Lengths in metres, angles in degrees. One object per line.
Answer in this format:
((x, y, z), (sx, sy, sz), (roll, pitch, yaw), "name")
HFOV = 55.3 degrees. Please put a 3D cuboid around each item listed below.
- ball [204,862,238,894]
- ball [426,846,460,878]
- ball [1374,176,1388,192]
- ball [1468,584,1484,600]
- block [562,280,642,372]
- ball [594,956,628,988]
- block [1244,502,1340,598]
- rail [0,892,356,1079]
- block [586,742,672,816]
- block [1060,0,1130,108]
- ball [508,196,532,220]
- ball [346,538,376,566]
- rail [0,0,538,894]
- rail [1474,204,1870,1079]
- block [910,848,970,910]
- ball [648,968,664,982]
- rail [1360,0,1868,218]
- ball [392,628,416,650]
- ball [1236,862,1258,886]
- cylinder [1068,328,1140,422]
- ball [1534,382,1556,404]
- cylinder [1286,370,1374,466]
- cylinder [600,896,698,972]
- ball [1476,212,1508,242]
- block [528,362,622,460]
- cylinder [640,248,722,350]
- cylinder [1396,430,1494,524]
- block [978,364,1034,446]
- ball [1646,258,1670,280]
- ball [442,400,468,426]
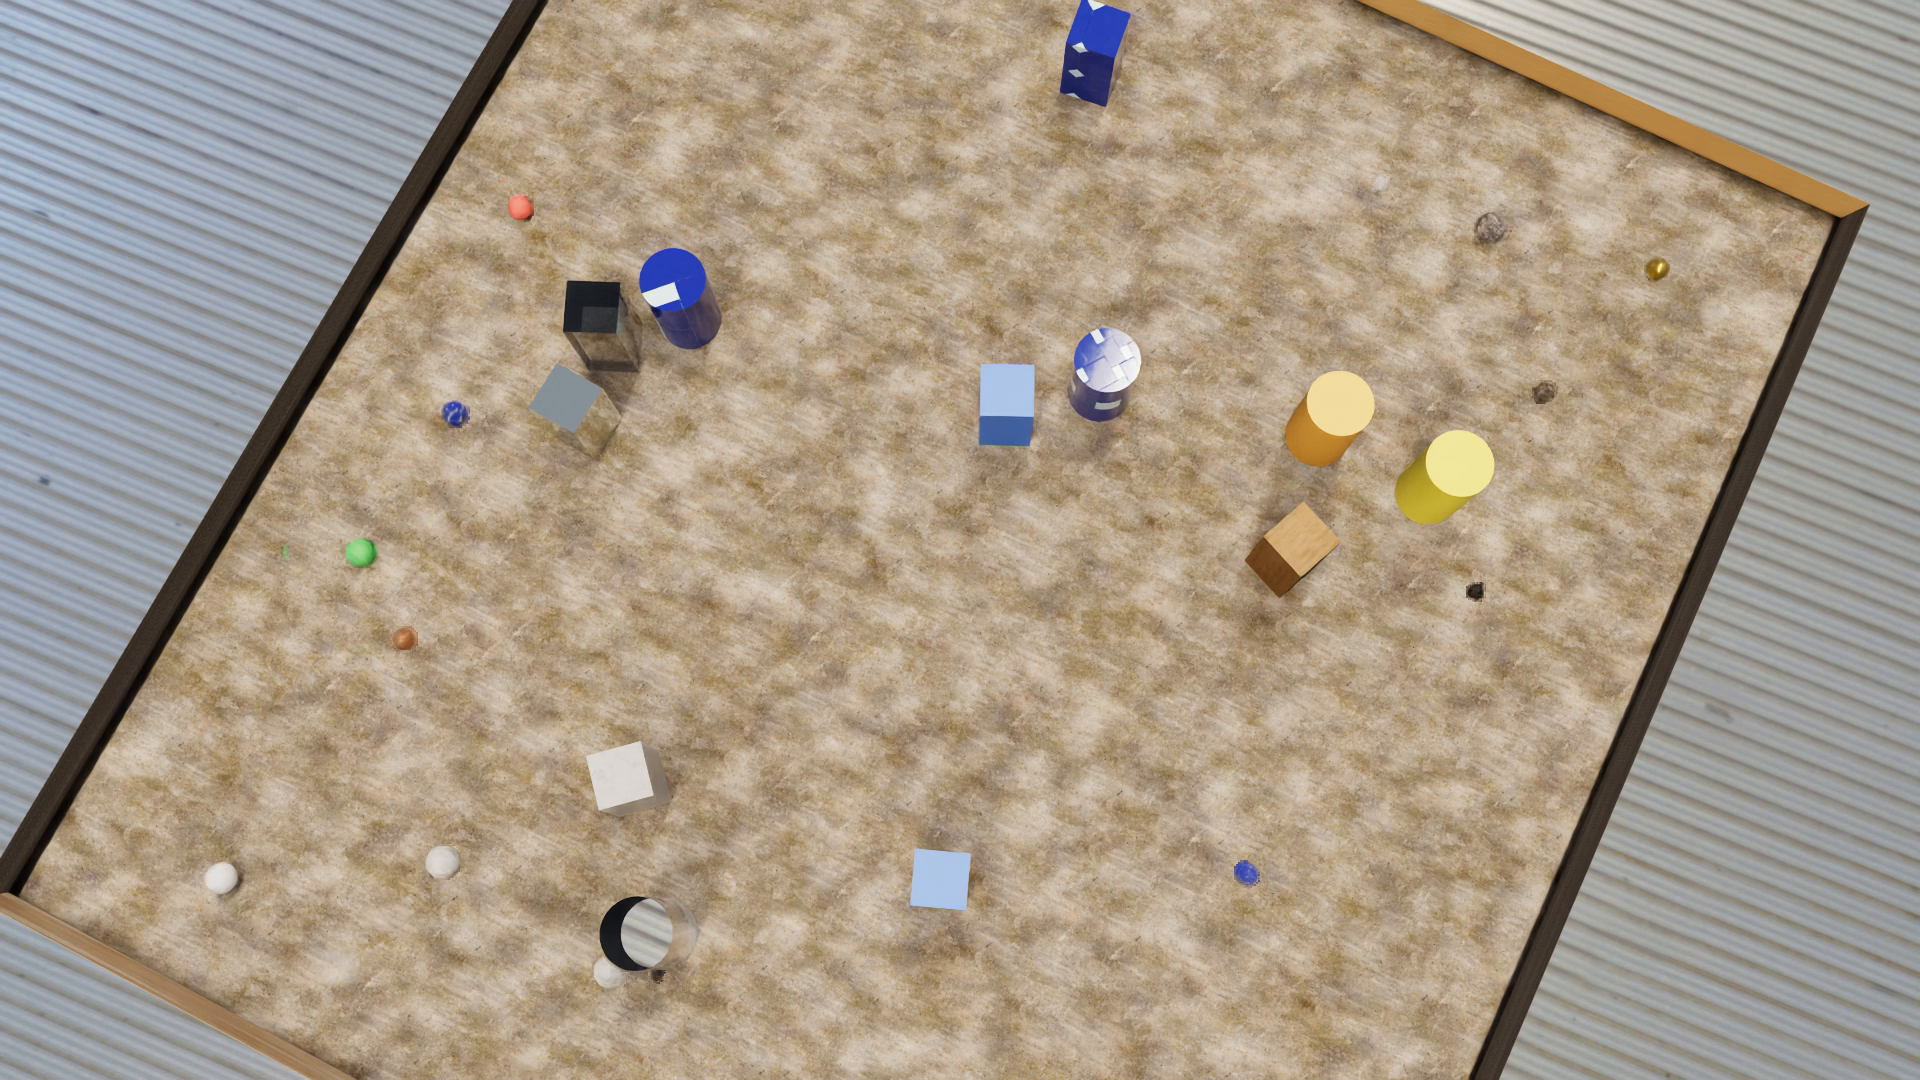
((-2.162, 0.990, 5.365), (0.091, 0.091, 0.091), (0, 78, 0), "ball")
((-1.517, 0.944, 5.372), (0.096, 0.096, 0.096), (0, 78, 0), "ball")
((1.340, -1.133, 5.828), (0.046, 0.046, 0.046), (0, 78, 0), "ball")
((1.566, 0.156, 5.559), (0.050, 0.050, 0.050), (0, 78, 0), "ball")
((-1.078, -0.643, 5.551), (0.157, 0.389, 0.157), (2, 78, 0), "block")
((-1.013, 1.249, 5.309), (0.097, 0.097, 0.097), (0, 78, 0), "ball")
((0.981, 0.034, 5.426), (0.157, 0.359, 0.157), (-40, 81, -8), "block")
((-0.981, 1.928, 5.151), (4.119, 0.128, 0.045), (26, 80, 5), "rail")
((-0.956, 0.695, 5.306), (0.157, 0.326, 0.157), (-15, 79, -3), "block")
((0.423, -1.527, 5.757), (0.157, 0.344, 0.157), (19, 79, 4), "block")
((-1.392, -1.052, 5.795), (0.076, 0.076, 0.076), (0, 78, 0), "ball")
((-1.820, 0.038, 5.564), (0.087, 0.087, 0.087), (0, 78, 0), "ball")
((-1.821, -0.885, 5.733), (0.045, 0.128, 4.434), (26, 80, 5), "rail")
((1.821, 0.898, 5.364), (0.045, 0.128, 4.434), (26, 80, 5), "rail")
((-0.055, 0.981, 5.282), (0.157, 0.257, 0.157), (5, 78, 1), "block")
((-0.883, 1.261, 5.325), (0.042, 0.042, 0.042), (0, 78, 0), "ball")
((0.981, -1.914, 5.946), (4.119, 0.128, 0.045), (26, 80, 5), "rail")
((-1.675, 0.298, 5.520), (0.068, 0.068, 0.068), (0, 78, 0), "ball")
((0.843, 0.980, 5.379), (0.067, 0.067, 0.067), (0, 78, 0), "ball")
((0.434, -0.496, 5.552), (0.197, 0.327, 0.197), (0, 78, 0), "cylinder")
((1.813, -0.457, 5.678), (0.066, 0.066, 0.066), (0, 78, 0), "ball")
((1.106, -0.360, 5.505), (0.197, 0.365, 0.197), (0, 78, 0), "cylinder")
((-0.868, 1.103, 5.144), (0.197, 0.478, 0.197), (0, 78, 0), "cylinder")
((1.677, -0.986, 5.770), (0.098, 0.098, 0.098), (0, 78, 0), "ball")
((-1.156, -0.383, 5.529), (0.157, 0.328, 0.157), (29, 80, 6), "block")
((-0.848, -0.731, 5.582), (0.197, 0.365, 0.197), (0, 78, 0), "cylinder")
((1.439, -0.182, 5.459), (0.197, 0.382, 0.197), (0, 78, 0), "cylinder")
((0.138, -0.404, 5.527), (0.157, 0.340, 0.157), (1, 78, 0), "block")
((2.193, -0.852, 5.758), (0.069, 0.069, 0.069), (0, 78, 0), "ball")
((-1.560, -0.392, 5.658), (0.078, 0.078, 0.078), (0, 78, 0), "ball")
